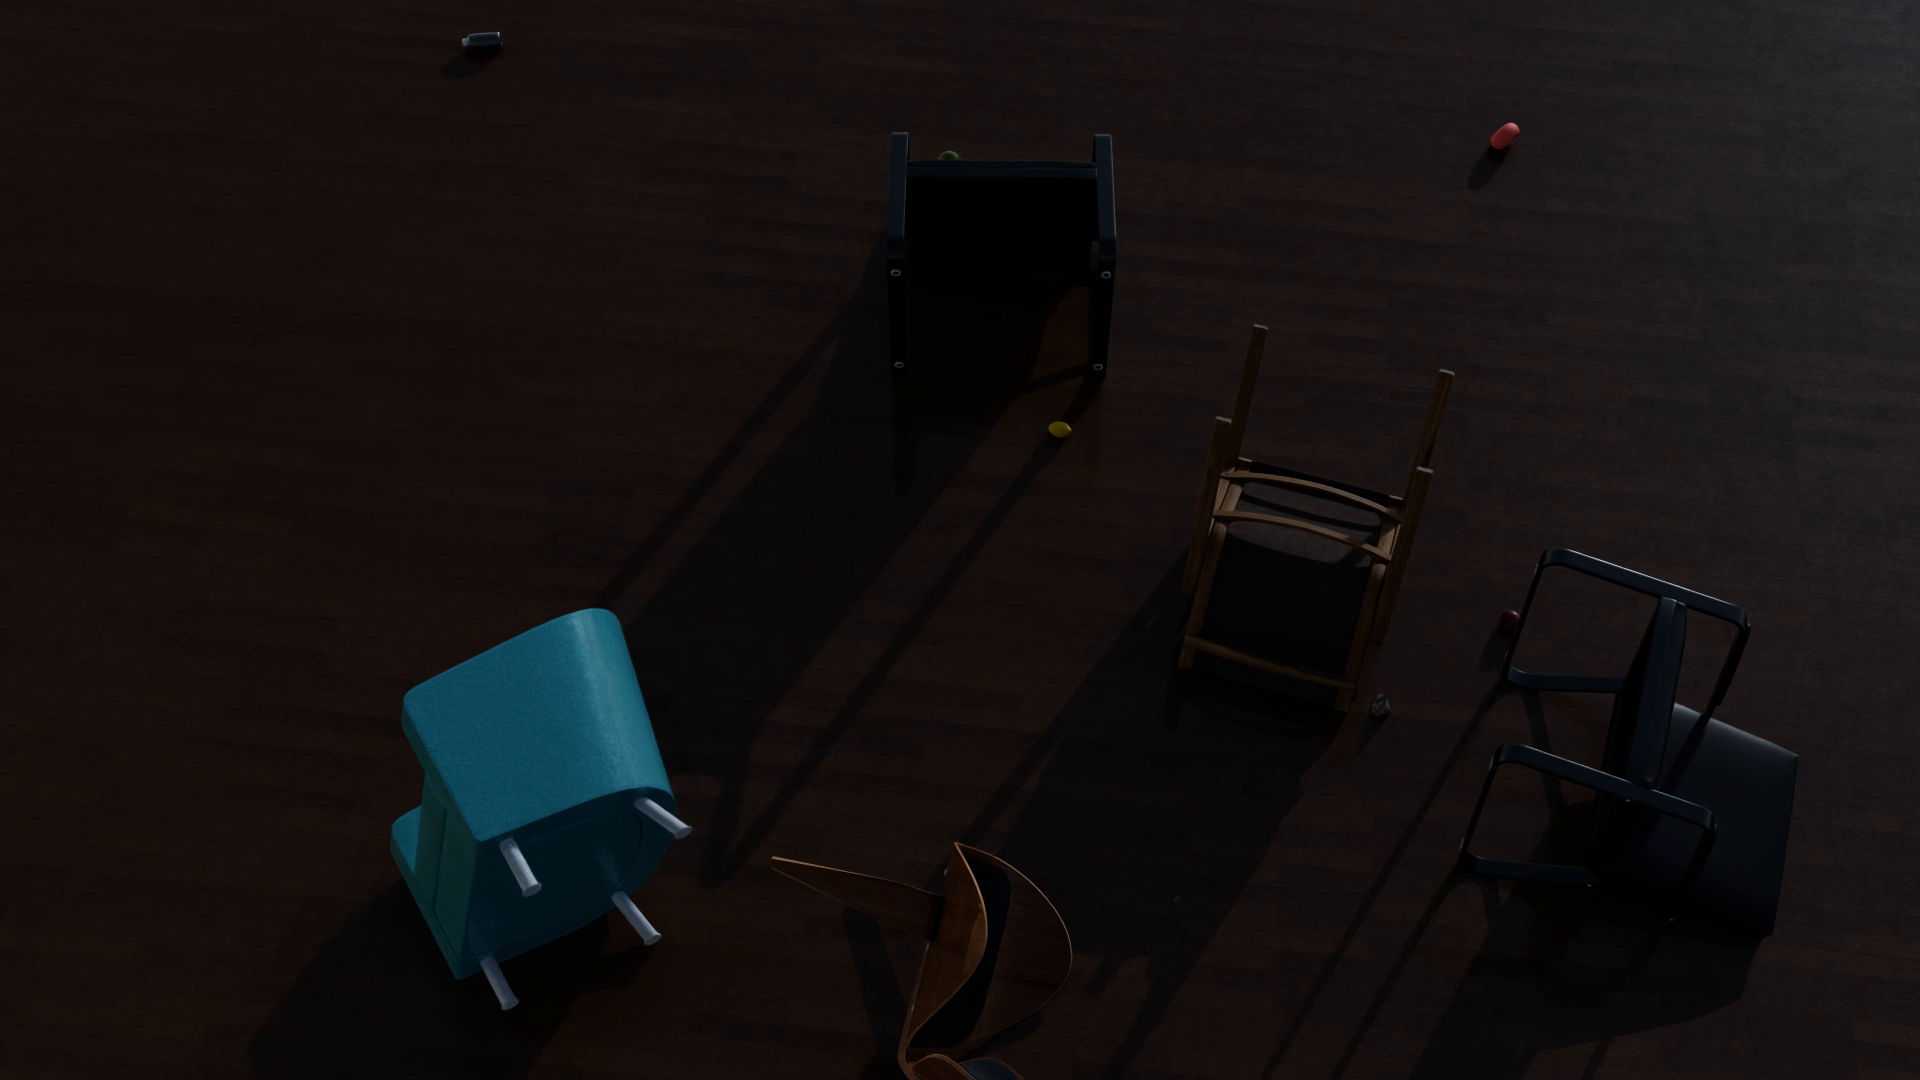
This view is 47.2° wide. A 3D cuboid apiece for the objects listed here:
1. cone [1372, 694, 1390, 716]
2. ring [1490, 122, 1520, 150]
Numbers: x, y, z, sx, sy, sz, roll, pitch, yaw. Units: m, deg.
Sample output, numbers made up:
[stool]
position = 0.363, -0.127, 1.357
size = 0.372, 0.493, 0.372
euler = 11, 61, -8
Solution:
[cone]
position = 1.207, 0.478, 6.238
size = 0.048, 0.060, 0.075
euler = 36, 56, -22
[ring]
position = 1.845, -1.367, 7.447
size = 0.111, 0.078, 0.052
euler = -38, 79, -12
